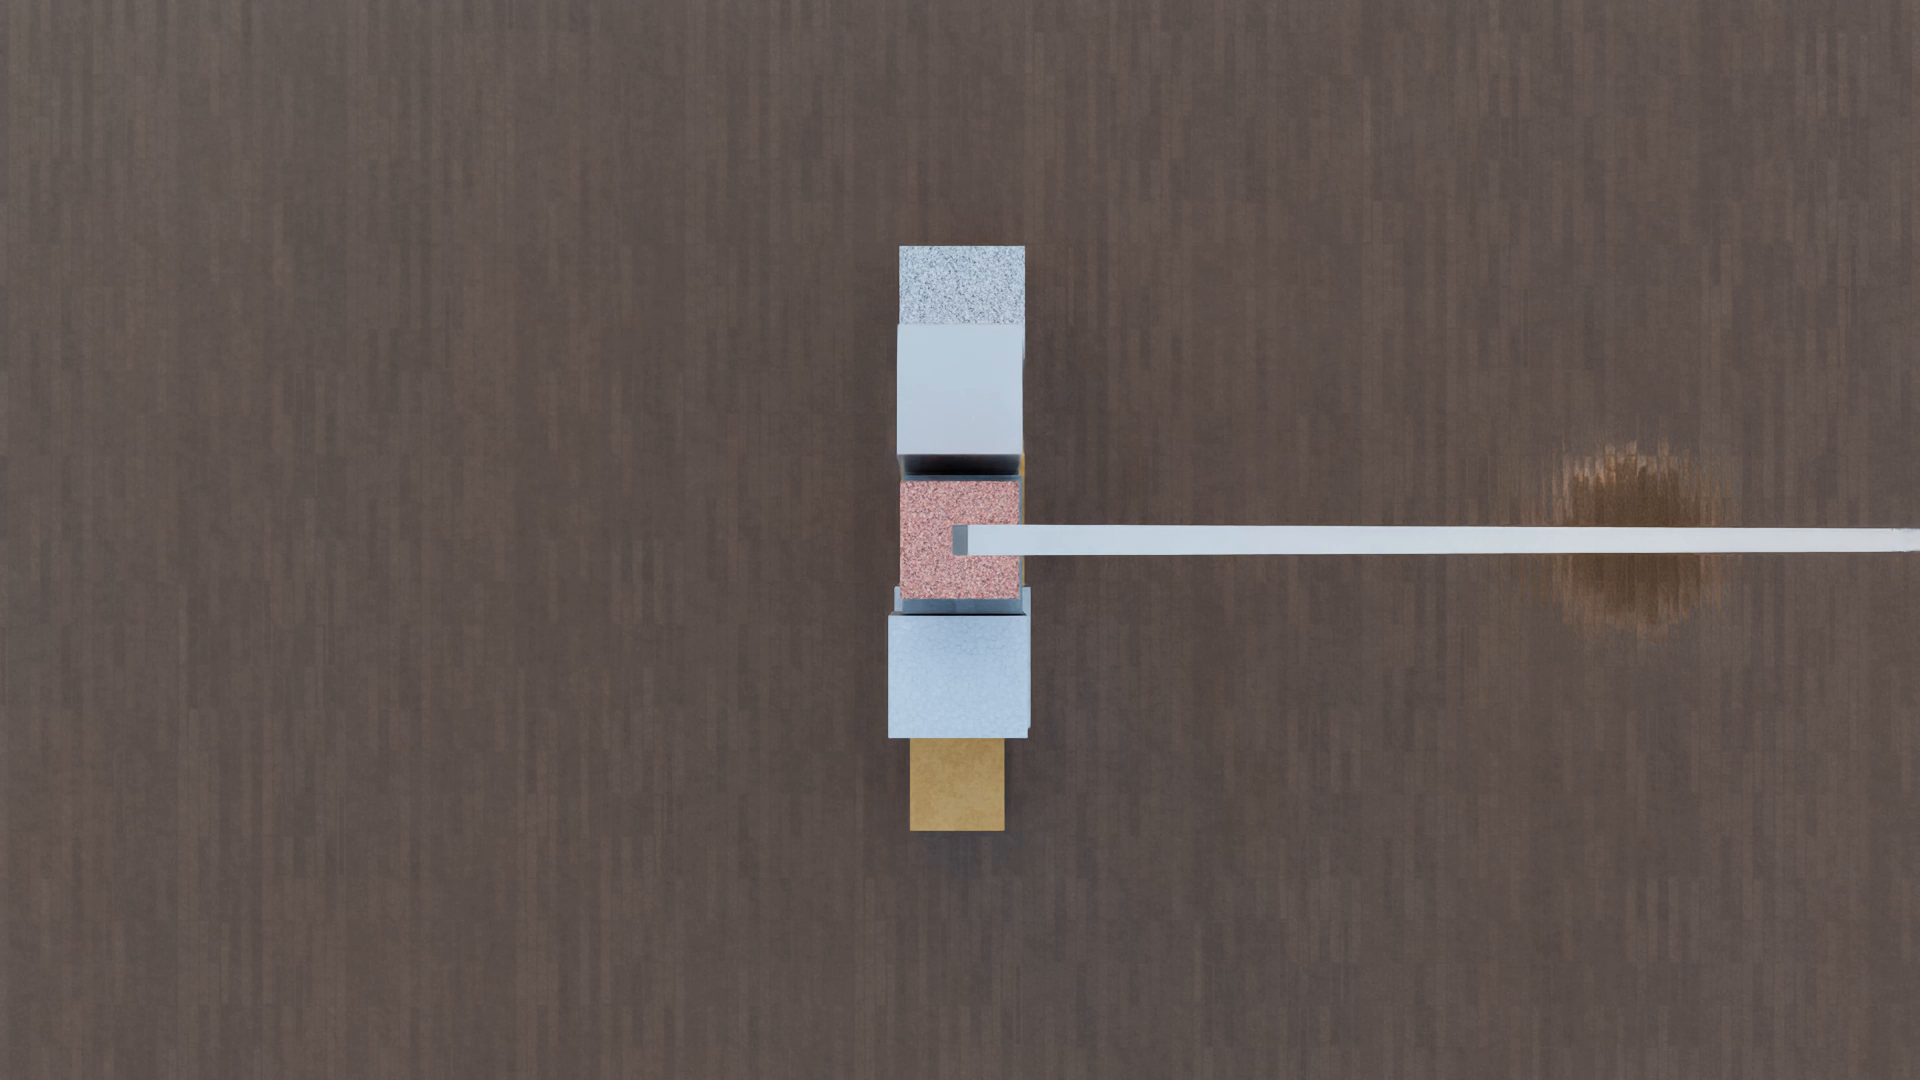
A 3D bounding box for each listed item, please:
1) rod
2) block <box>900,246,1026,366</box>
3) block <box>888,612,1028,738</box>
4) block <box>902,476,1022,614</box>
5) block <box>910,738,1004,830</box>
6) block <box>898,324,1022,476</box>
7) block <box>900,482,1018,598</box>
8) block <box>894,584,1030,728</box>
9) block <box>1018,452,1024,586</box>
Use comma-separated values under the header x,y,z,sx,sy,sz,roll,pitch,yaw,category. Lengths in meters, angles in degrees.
x,y,z,sx,sy,sz,roll,pitch,yaw,category
2.212,0.000,7.141,5.200,0.080,0.080,0,90,-32,rod
0.013,-1.324,12.635,0.700,0.731,0.633,0,90,0,block
-0.011,0.718,11.914,0.729,0.748,0.641,0,90,0,block
0.013,0.023,11.897,0.631,0.625,0.729,0,90,0,block
-0.015,1.350,12.704,0.532,0.592,0.581,0,90,0,block
-0.001,-0.741,11.852,0.652,0.755,0.688,0,83,0,block
-0.002,0.000,11.271,0.592,0.627,0.584,0,90,0,block
0.015,0.657,12.644,0.759,0.712,0.786,0,90,0,block
0.015,-0.115,12.604,0.685,0.791,0.737,0,90,0,block
